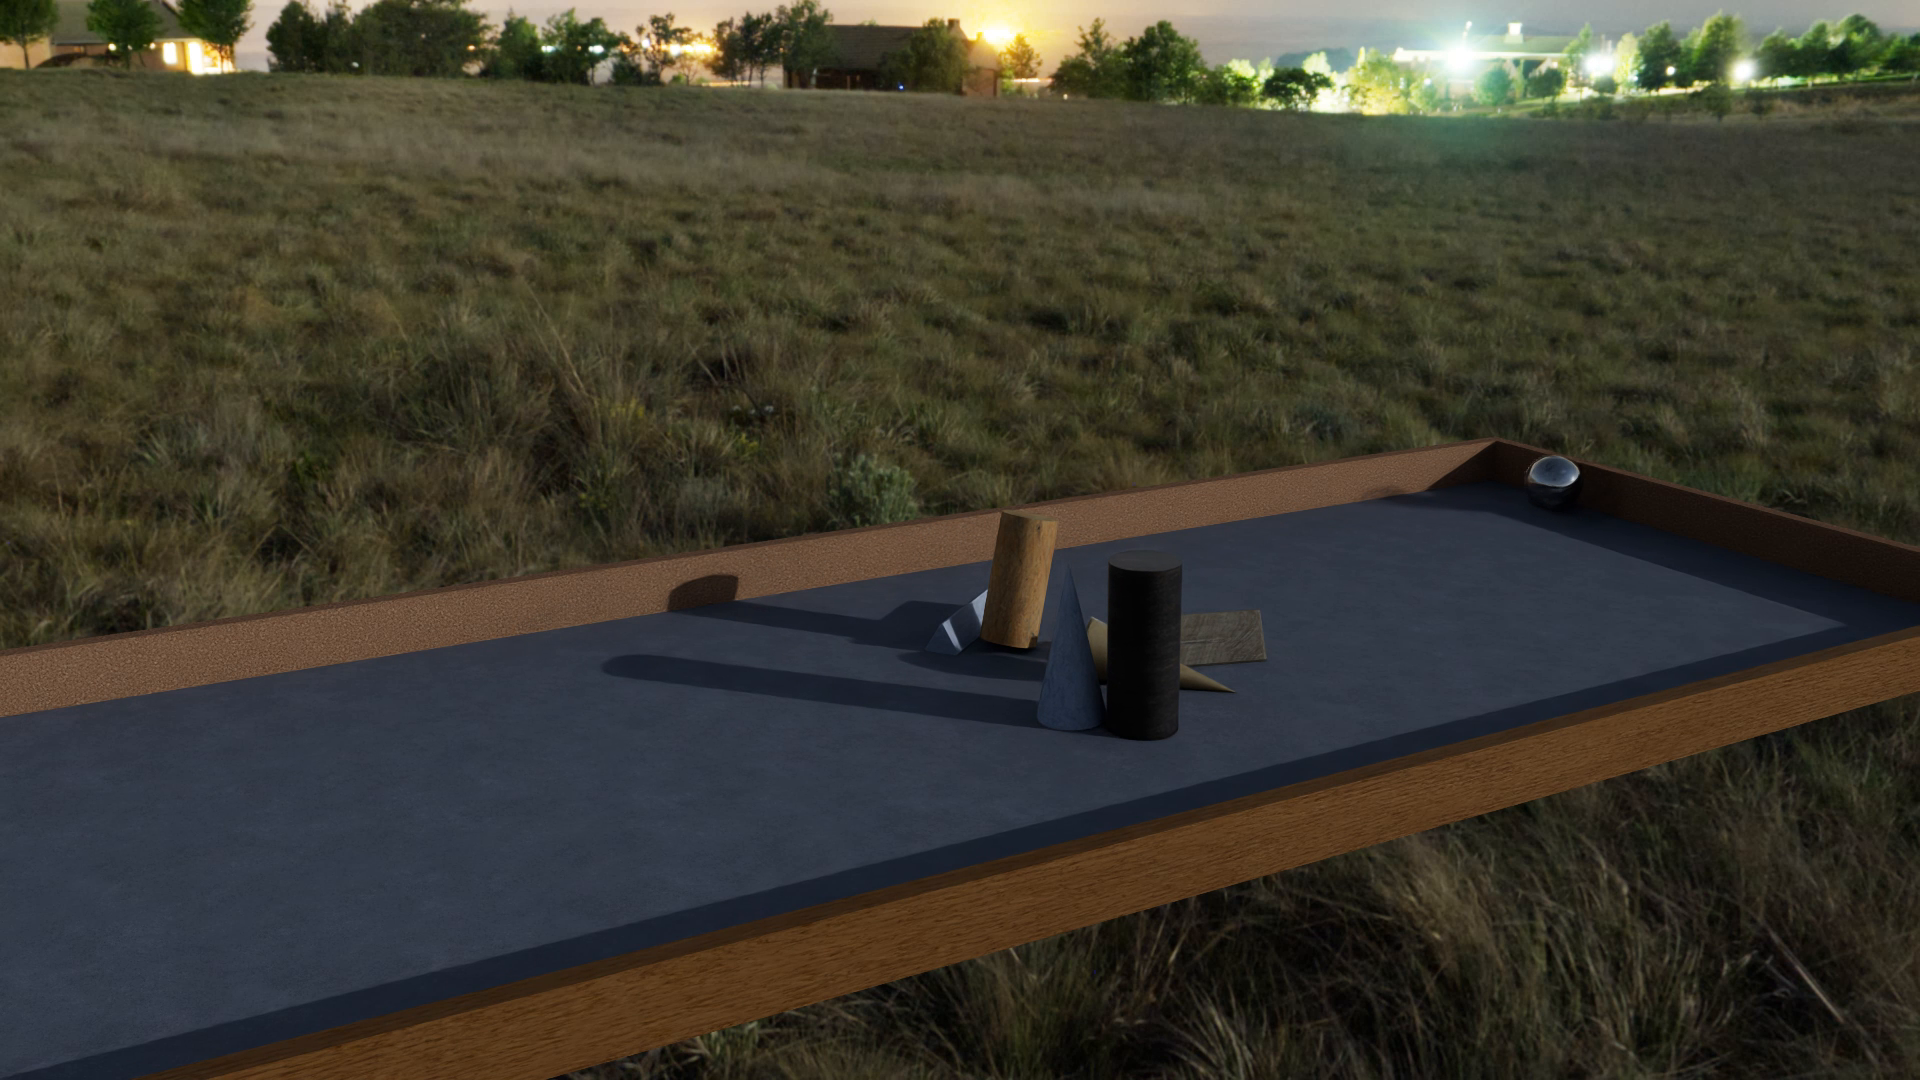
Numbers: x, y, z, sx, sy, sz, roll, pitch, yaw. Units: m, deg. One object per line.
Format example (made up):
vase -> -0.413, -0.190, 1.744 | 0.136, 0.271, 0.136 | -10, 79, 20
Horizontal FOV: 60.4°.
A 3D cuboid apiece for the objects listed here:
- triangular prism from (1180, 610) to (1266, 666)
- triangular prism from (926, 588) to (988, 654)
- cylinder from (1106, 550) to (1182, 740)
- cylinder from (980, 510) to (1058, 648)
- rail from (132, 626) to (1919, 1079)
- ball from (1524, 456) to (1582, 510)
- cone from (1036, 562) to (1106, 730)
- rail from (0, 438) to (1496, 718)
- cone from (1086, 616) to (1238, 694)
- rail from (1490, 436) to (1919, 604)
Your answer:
triangular prism -> 0.597, 0.248, 4.290 | 0.378, 0.118, 0.136 | -3, 16, -11
triangular prism -> 0.028, 0.206, 4.503 | 0.093, 0.080, 0.392 | 7, 18, 22
cylinder -> 0.424, 0.242, 3.806 | 0.168, 0.407, 0.168 | -1, 16, 0
cylinder -> 0.156, 0.102, 4.359 | 0.153, 0.339, 0.153 | 10, 7, -1
rail -> -2.336, 1.006, 1.665 | 12.000, 0.150, 0.050 | -9, 18, -27
ball -> 2.047, -0.196, 5.688 | 0.188, 0.188, 0.188 | 0, 16, 0
cone -> 0.258, 0.233, 3.856 | 0.169, 0.388, 0.169 | -2, 19, 1
rail -> -3.305, 0.497, 3.399 | 12.000, 0.150, 0.050 | -9, 18, -27
cone -> 0.499, 0.324, 4.110 | 0.400, 0.162, 0.162 | 16, 20, 12
rail -> 2.466, -0.048, 5.253 | 0.050, 0.150, 2.100 | -9, 18, -27
